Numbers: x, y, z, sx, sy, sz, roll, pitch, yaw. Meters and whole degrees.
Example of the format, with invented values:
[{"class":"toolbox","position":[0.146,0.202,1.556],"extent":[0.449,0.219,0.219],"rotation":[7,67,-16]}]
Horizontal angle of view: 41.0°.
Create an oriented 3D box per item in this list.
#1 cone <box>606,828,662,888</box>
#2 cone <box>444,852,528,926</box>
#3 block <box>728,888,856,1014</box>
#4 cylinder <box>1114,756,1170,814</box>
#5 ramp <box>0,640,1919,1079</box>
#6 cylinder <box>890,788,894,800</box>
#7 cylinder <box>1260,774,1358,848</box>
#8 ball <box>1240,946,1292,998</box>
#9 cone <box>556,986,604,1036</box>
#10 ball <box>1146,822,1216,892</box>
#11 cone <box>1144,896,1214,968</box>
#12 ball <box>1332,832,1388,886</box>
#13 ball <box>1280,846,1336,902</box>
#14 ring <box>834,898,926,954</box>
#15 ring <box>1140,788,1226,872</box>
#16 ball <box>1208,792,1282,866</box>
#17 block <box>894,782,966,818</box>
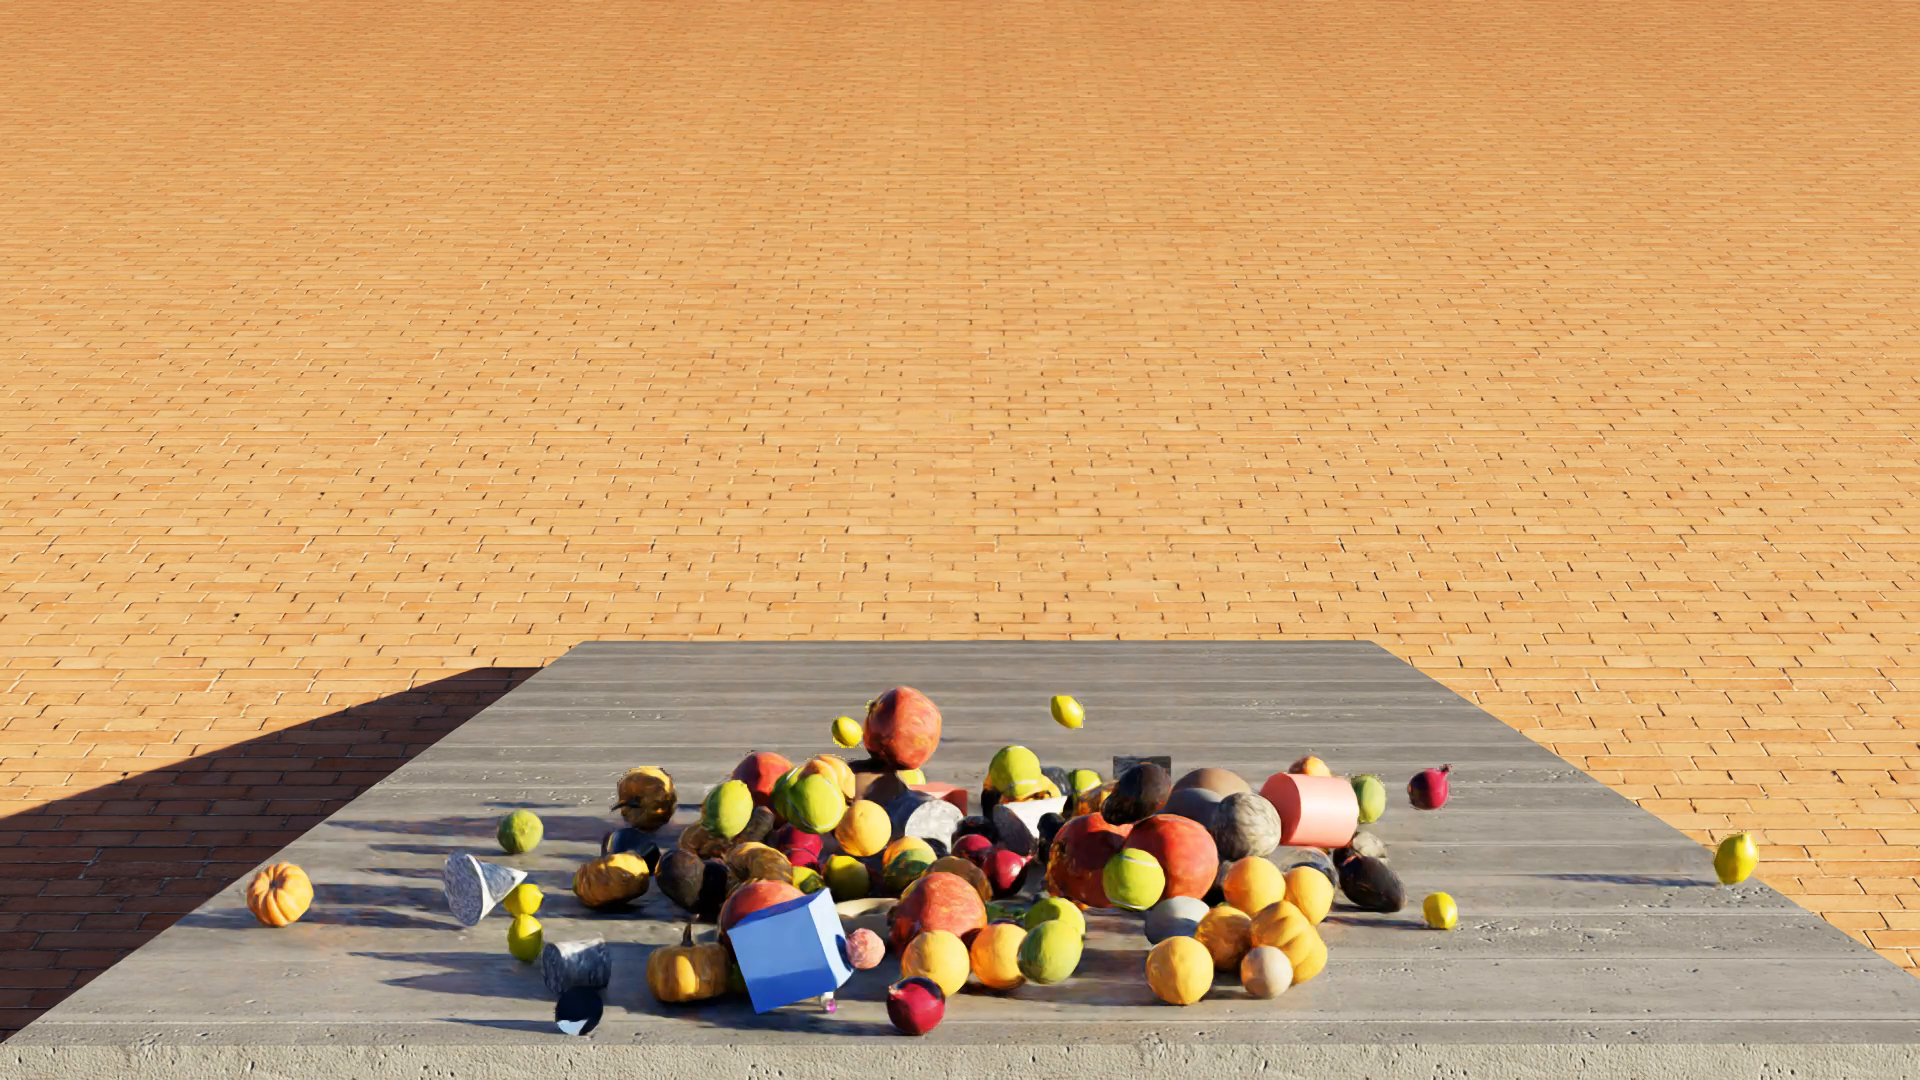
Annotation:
[{"class":"cone","position":[-0.440,0.428,3.328],"extent":[0.080,0.080,0.080],"rotation":[8,30,21]},{"class":"cone","position":[-0.561,0.413,3.106],"extent":[0.091,0.091,0.091],"rotation":[-9,21,-41]},{"class":"block","position":[-0.175,0.430,2.693],"extent":[0.091,0.091,0.091],"rotation":[-19,0,10]},{"class":"cylinder","position":[0.277,0.371,3.901],"extent":[0.087,0.087,0.087],"rotation":[0,20,5]},{"class":"ramp","position":[0.047,0.426,4.533],"extent":[2.000,0.100,4.000],"rotation":[0,3,0]},{"class":"cylinder","position":[-0.073,0.393,3.819],"extent":[0.052,0.052,0.052],"rotation":[0,19,-18]},{"class":"cylinder","position":[0.447,0.348,3.300],"extent":[0.092,0.092,0.092],"rotation":[7,14,-30]},{"class":"ball","position":[0.325,0.458,2.724],"extent":[0.056,0.056,0.056],"rotation":[0,20,0]},{"class":"cone","position":[-0.378,0.483,2.604],"extent":[0.050,0.050,0.050],"rotation":[5,-22,14]},{"class":"ball","position":[0.283,0.407,3.297],"extent":[0.090,0.090,0.090],"rotation":[0,20,0]},{"class":"cone","position":[0.252,0.457,2.885],"extent":[0.080,0.080,0.080],"rotation":[-1,28,-4]},{"class":"ball","position":[0.520,0.414,3.331],"extent":[0.071,0.071,0.071],"rotation":[0,20,0]},{"class":"ball","position":[0.437,0.420,3.229],"extent":[0.070,0.070,0.070],"rotation":[0,20,0]},{"class":"ring","position":[-0.107,0.448,2.979],"extent":[0.134,0.045,0.134],"rotation":[-4,4,0]},{"class":"ring","position":[0.301,0.390,3.393],"extent":[0.137,0.046,0.137],"rotation":[-17,47,19]},{"class":"ball","position":[0.361,0.366,3.258],"extent":[0.093,0.093,0.093],"rotation":[0,20,0]},{"class":"block","position":[-0.043,0.391,3.660],"extent":[0.076,0.076,0.076],"rotation":[-2,4,-30]}]
